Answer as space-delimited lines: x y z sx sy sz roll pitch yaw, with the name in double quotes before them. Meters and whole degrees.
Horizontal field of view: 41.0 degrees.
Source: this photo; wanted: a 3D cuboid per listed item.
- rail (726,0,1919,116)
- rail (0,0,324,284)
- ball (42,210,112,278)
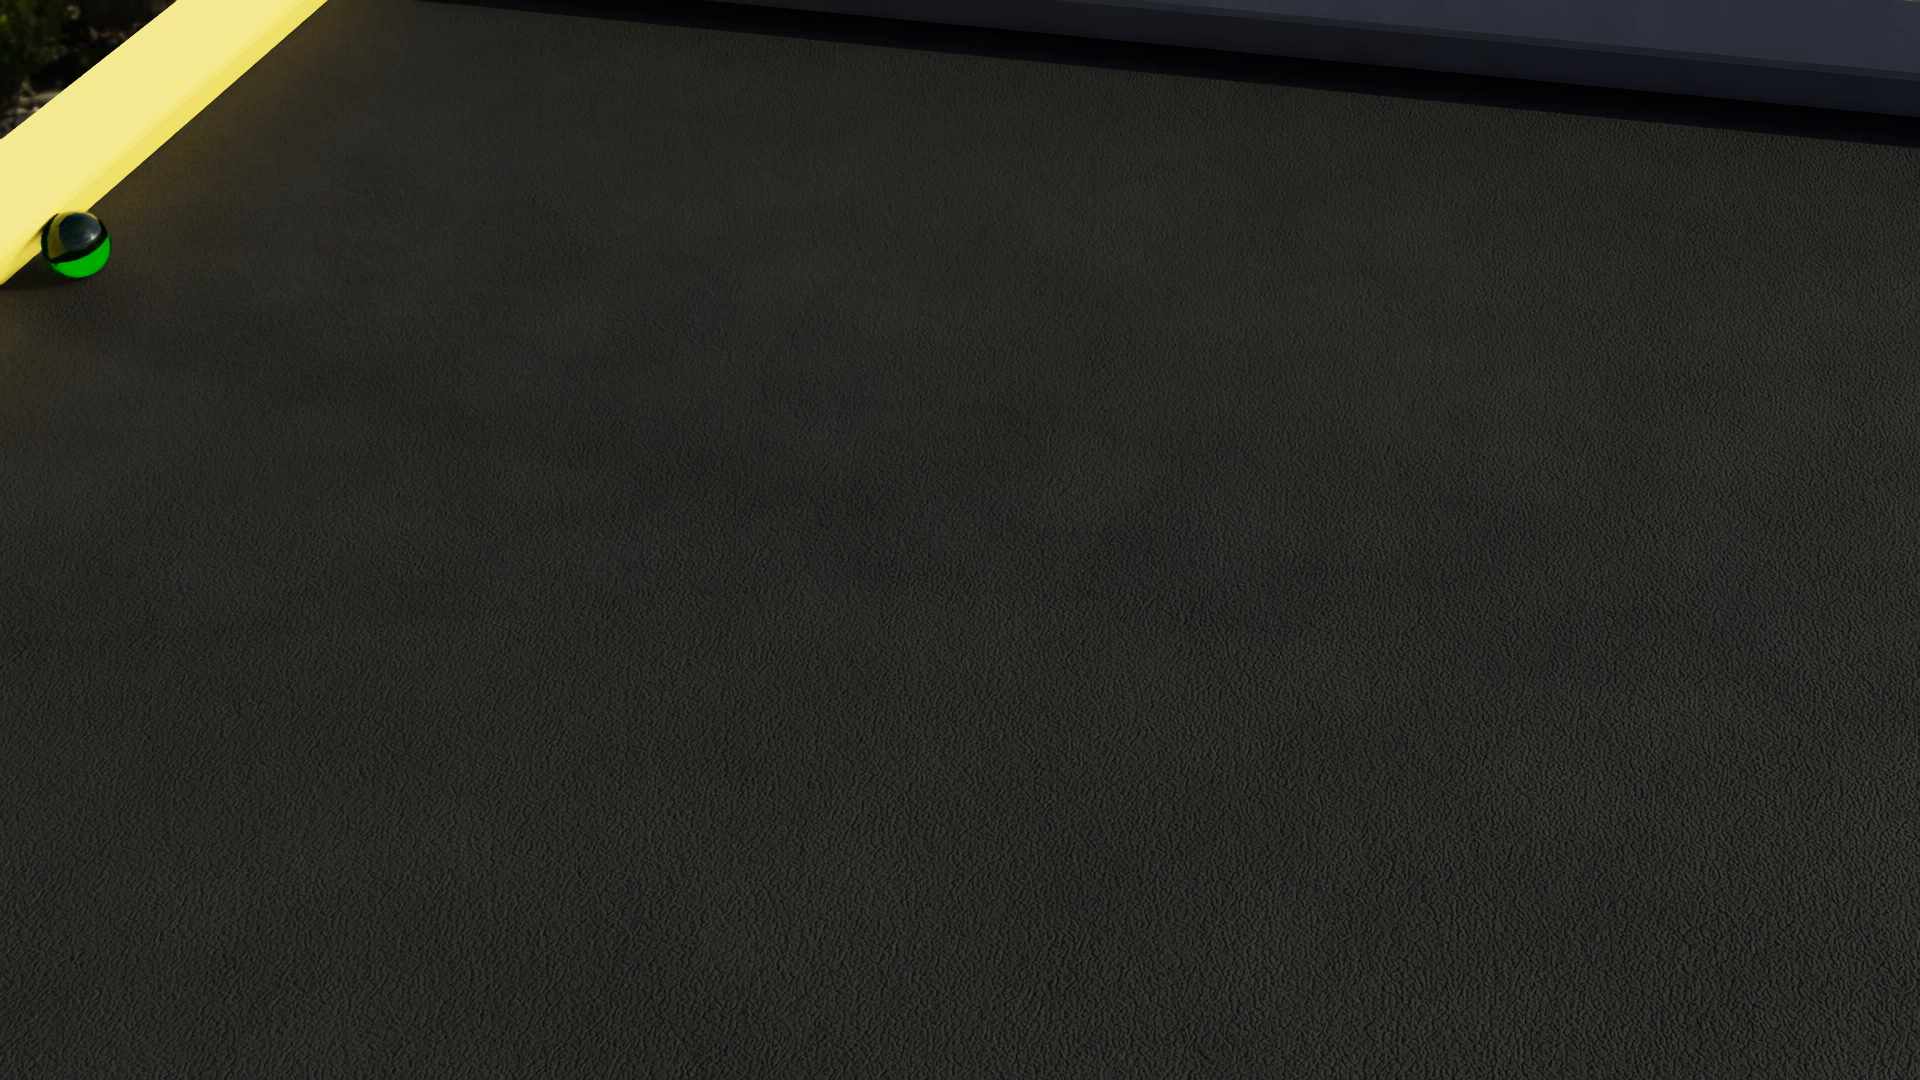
"rail" 1.167 -0.449 2.549 3.837 0.121 0.045 8 35 11
"rail" -0.909 -0.153 2.115 0.045 0.121 2.046 8 35 11
"ball" -0.807 -0.270 2.343 0.060 0.060 0.060 0 34 0
